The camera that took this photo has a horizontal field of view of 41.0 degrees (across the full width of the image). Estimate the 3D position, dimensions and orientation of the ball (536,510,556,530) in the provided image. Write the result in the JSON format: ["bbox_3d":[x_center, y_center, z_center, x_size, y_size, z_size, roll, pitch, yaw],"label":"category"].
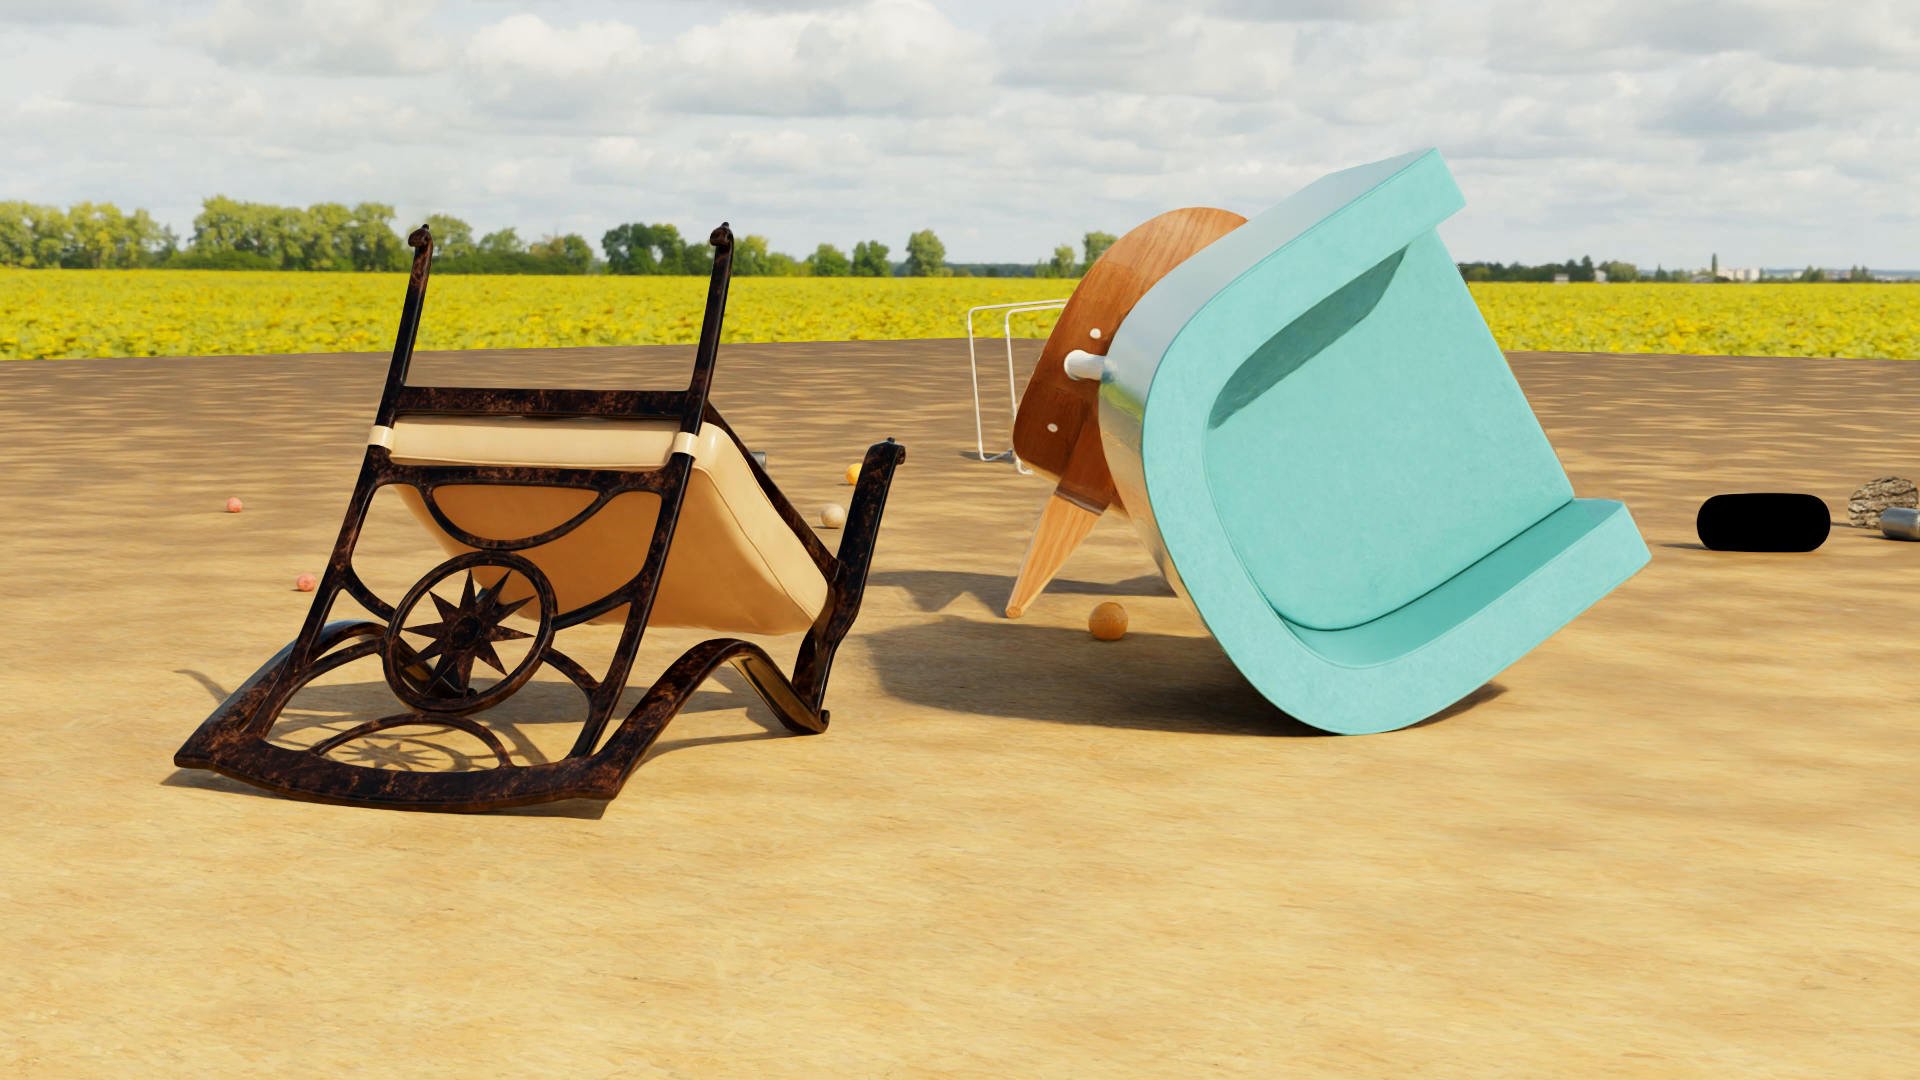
[{"bbox_3d":[-1.074,-0.051,6.650,0.053,0.053,0.053,0,6,0],"label":"ball"}]

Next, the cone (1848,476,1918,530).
[{"bbox_3d":[2.441,-0.067,6.740,0.185,0.178,0.097,-6,-42,39],"label":"cone"}]

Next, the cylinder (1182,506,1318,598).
[{"bbox_3d":[0.605,0.030,5.342,0.220,0.160,0.183,-17,0,-36],"label":"cylinder"}]

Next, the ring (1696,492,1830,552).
[{"bbox_3d":[1.931,-0.041,6.166,0.310,0.134,0.139,0,8,11],"label":"ring"}]

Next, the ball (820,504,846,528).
[{"bbox_3d":[-0.331,-0.063,6.700,0.065,0.065,0.065,0,6,0],"label":"ball"}]

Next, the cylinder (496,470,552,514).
[{"bbox_3d":[-1.220,-0.136,7.170,0.110,0.134,0.089,6,-34,43],"label":"cylinder"}]

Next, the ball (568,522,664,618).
[{"bbox_3d":[-0.663,0.058,4.952,0.185,0.185,0.185,0,6,0],"label":"ball"}]
